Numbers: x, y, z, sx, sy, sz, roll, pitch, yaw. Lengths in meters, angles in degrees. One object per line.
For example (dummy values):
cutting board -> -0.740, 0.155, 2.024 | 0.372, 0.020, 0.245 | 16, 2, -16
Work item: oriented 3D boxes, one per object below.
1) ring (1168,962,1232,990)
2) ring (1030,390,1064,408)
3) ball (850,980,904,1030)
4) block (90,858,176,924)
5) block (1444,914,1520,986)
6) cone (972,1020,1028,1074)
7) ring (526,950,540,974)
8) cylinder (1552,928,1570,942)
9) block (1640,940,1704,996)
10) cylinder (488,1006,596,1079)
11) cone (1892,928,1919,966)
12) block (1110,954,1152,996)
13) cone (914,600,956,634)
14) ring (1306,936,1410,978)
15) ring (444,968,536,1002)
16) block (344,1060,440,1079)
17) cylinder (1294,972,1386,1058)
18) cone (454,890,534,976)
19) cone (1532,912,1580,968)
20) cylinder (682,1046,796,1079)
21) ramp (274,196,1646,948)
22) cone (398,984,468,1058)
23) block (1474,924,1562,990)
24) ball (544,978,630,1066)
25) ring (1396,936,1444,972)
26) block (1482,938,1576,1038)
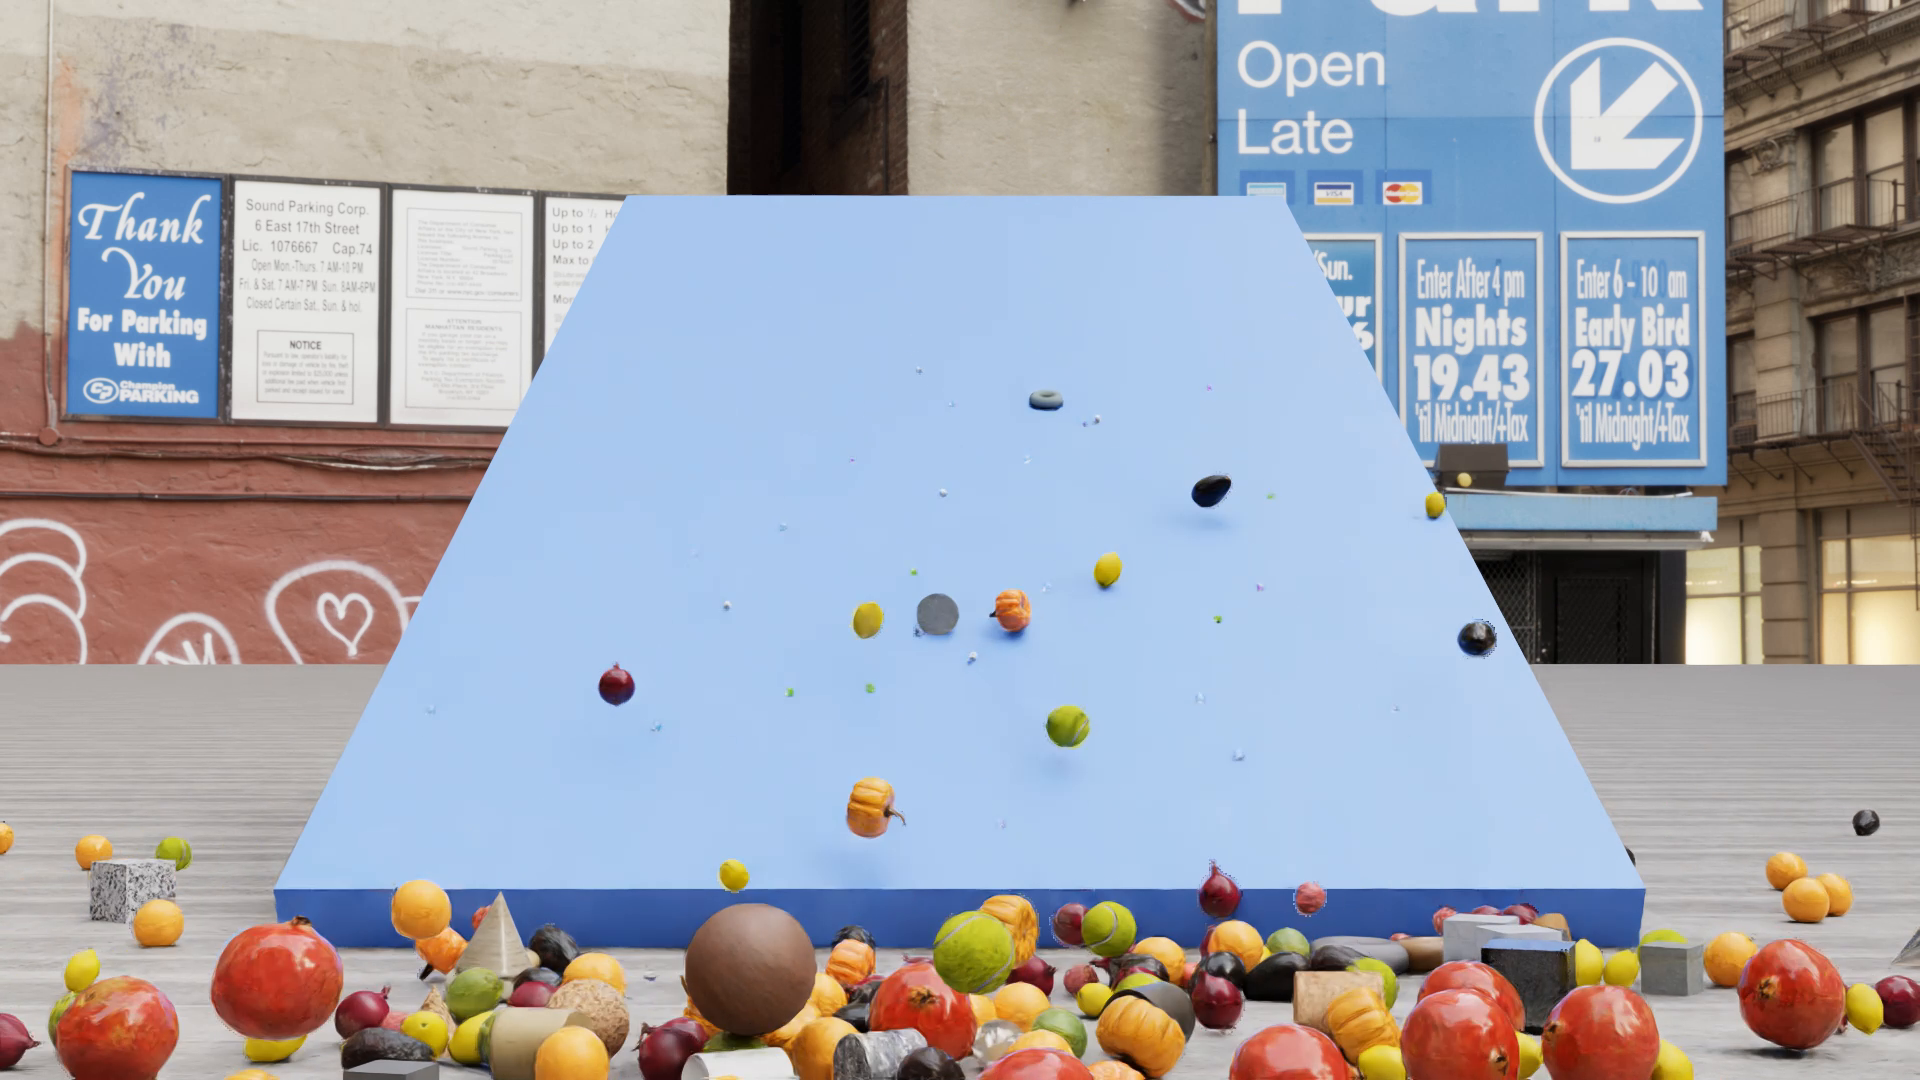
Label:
ring -> 0.311, 0.566, 2.997 | 0.083, 0.028, 0.083 | 3, -4, 0
ring -> 0.199, -0.323, 5.298 | 0.079, 0.026, 0.079 | 1, 22, 0
ball -> -0.093, 0.529, 2.611 | 0.062, 0.062, 0.062 | 0, -3, 0
block -> -1.353, 0.573, 3.781 | 0.094, 0.094, 0.094 | -2, -4, 35
block -> 0.689, 0.541, 3.051 | 0.083, 0.083, 0.083 | -1, -3, 25
cone -> 0.039, 0.537, 2.409 | 0.058, 0.058, 0.058 | 0, -29, -6
ring -> -0.603, 0.563, 3.048 | 0.099, 0.033, 0.099 | -9, -4, -1
cylinder -> 0.776, 0.552, 3.092 | 0.065, 0.065, 0.065 | -1, -3, 25
block -> 0.909, 0.547, 2.951 | 0.060, 0.060, 0.060 | -2, -4, 36
cylinder -> -0.418, 0.506, 2.308 | 0.076, 0.076, 0.076 | -9, -6, 22
cone -> 1.332, 0.569, 3.199 | 0.094, 0.094, 0.094 | -30, -14, 20
block -> 0.216, 0.549, 2.902 | 0.052, 0.052, 0.052 | -1, -3, 6
cone -> -0.038, 0.137, 4.200 | 0.077, 0.077, 0.077 | -1, 11, 11
ring -> 0.536, 0.563, 3.115 | 0.139, 0.046, 0.139 | 1, -3, 0
ring -> -0.591, 0.556, 2.905 | 0.113, 0.038, 0.113 | 1, -2, 0
block -> -0.507, 0.501, 2.062 | 0.062, 0.062, 0.062 | -1, -3, 15
cylinder -> 0.405, 0.508, 2.471 | 0.091, 0.091, 0.091 | 0, -3, 4
cone -> -0.579, 0.488, 2.894 | 0.098, 0.098, 0.098 | 5, -1, 0
cone -> 0.835, 0.571, 3.203 | 0.079, 0.079, 0.079 | 1, 22, -27
cylinder -> -0.197, 0.492, 2.046 | 0.078, 0.078, 0.078 | 2, -3, -28
ramp -> -0.007, -0.225, 5.228 | 2.000, 0.100, 4.000 | 0, 23, 0
cone -> -0.570, 0.517, 2.501 | 0.074, 0.074, 0.074 | 0, -3, 0
block -> 0.714, 0.538, 2.956 | 0.080, 0.080, 0.080 | 1, -3, -14
ball -> -0.386, 0.498, 2.384 | 0.090, 0.090, 0.090 | 0, -3, 0
ring -> 0.653, 0.567, 3.166 | 0.127, 0.042, 0.127 | 0, -7, 0
block -> 0.656, 0.515, 2.663 | 0.096, 0.096, 0.096 | -1, -3, 20
